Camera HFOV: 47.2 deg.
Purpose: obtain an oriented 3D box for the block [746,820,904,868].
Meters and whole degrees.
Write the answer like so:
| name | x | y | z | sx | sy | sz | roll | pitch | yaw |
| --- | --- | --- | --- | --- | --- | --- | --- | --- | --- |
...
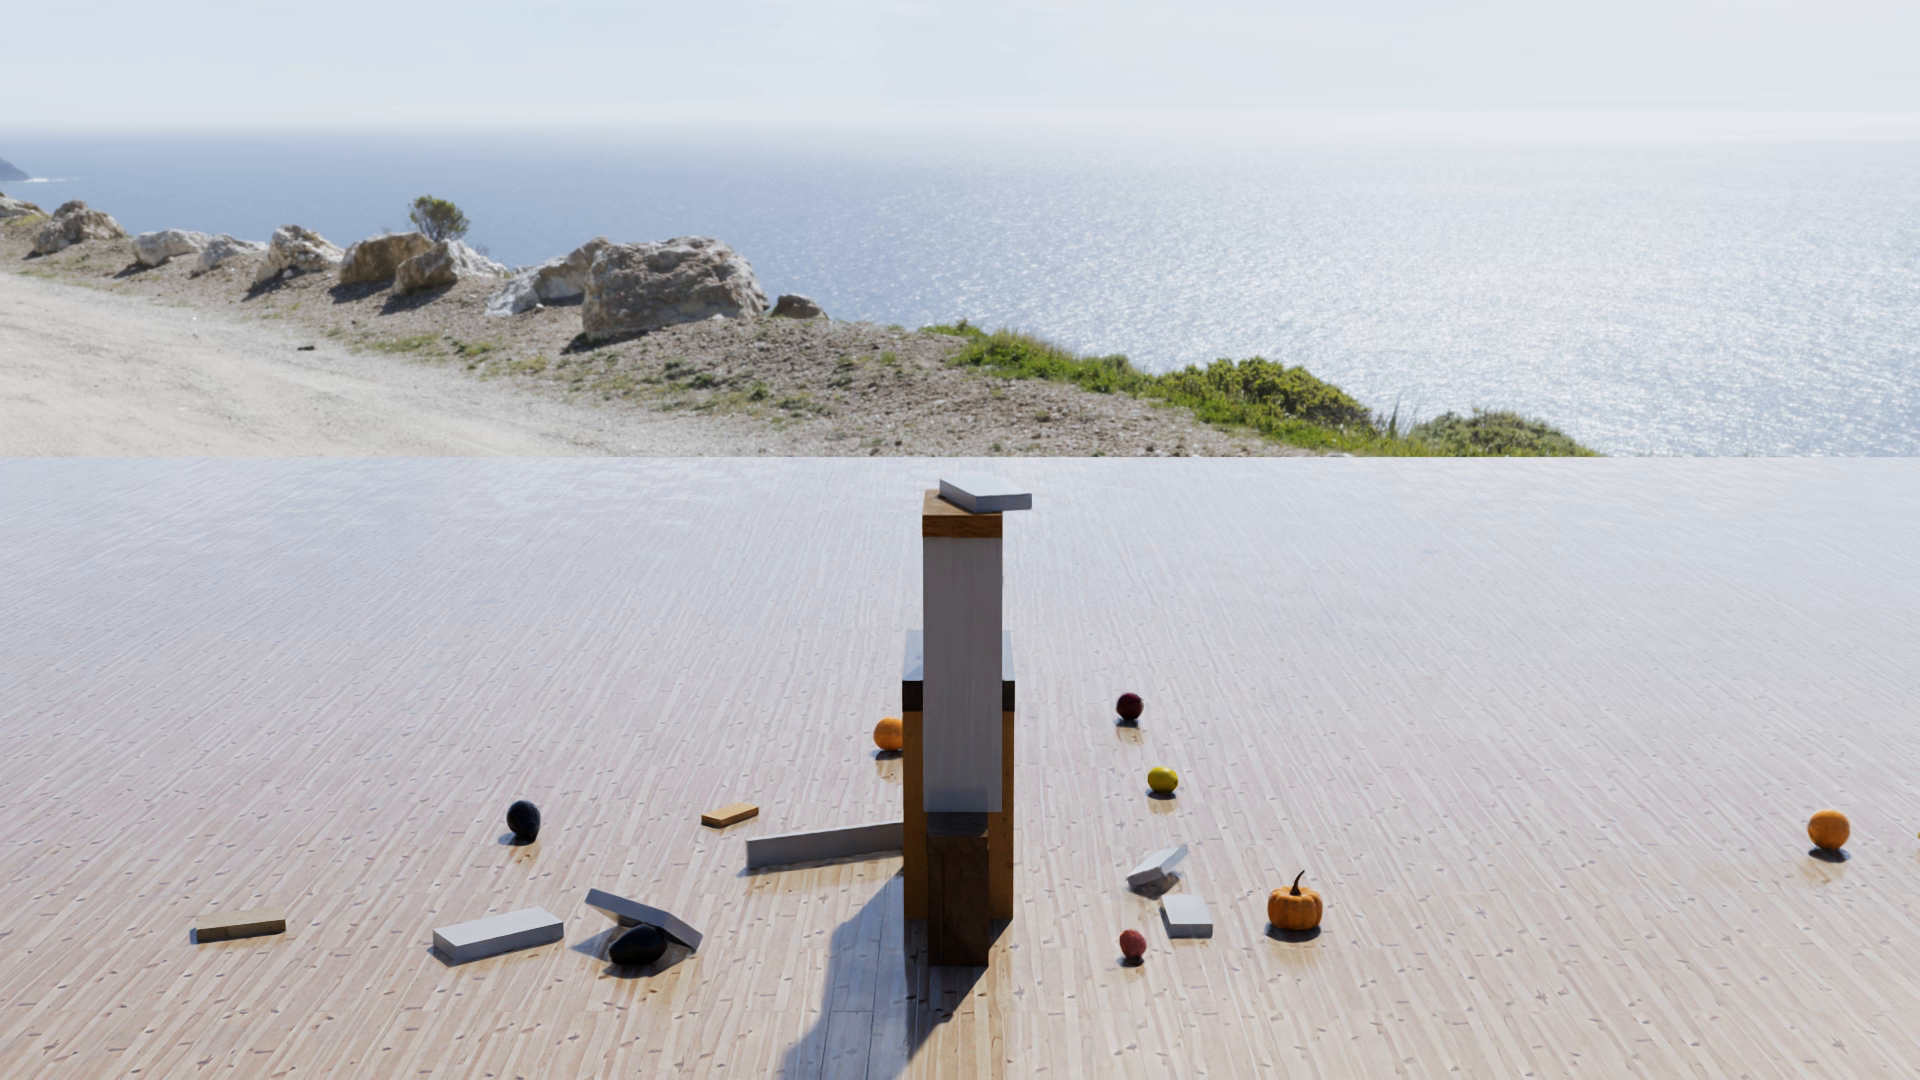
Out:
| name | x | y | z | sx | sy | sz | roll | pitch | yaw |
| --- | --- | --- | --- | --- | --- | --- | --- | --- | --- |
| block | -0.206 | 0.529 | 3.857 | 0.348 | 0.050 | 0.014 | -4 | 11 | -22 |

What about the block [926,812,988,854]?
| name | x | y | z | sx | sy | sz | roll | pitch | yaw |
| --- | --- | --- | --- | --- | --- | --- | --- | --- | --- |
| block | -0.004 | 0.441 | 3.386 | 0.093 | 0.026 | 0.185 | 0 | 11 | 1 |

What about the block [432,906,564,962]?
| name | x | y | z | sx | sy | sz | roll | pitch | yaw |
| --- | --- | --- | --- | --- | --- | --- | --- | --- | --- |
| block | -0.724 | 0.617 | 3.451 | 0.180 | 0.026 | 0.090 | -8 | 13 | -35 |

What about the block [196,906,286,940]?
| name | x | y | z | sx | sy | sz | roll | pitch | yaw |
| --- | --- | --- | --- | --- | --- | --- | --- | --- | --- |
| block | -1.147 | 0.611 | 3.506 | 0.134 | 0.019 | 0.067 | -4 | 11 | -20 |

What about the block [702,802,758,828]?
| name | x | y | z | sx | sy | sz | roll | pitch | yaw |
| --- | --- | --- | --- | --- | --- | --- | --- | --- | --- |
| block | -0.425 | 0.508 | 4.071 | 0.050 | 0.014 | 0.101 | 8 | 13 | 37 |

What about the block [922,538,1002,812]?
| name | x | y | z | sx | sy | sz | roll | pitch | yaw |
| --- | --- | --- | --- | --- | --- | --- | --- | --- | --- |
| block | 0.004 | 0.204 | 3.392 | 0.121 | 0.436 | 0.034 | 0 | 10 | 0 |

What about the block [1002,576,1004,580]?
| name | x | y | z | sx | sy | sz | roll | pitch | yaw |
| --- | --- | --- | --- | --- | --- | --- | --- | --- | --- |
| block | 0.024 | 0.118 | 3.628 | 0.068 | 0.136 | 0.019 | -10 | 36 | -42 |

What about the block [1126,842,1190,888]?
| name | x | y | z | sx | sy | sz | roll | pitch | yaw |
| --- | --- | --- | --- | --- | --- | --- | --- | --- | --- |
| block | 0.338 | 0.553 | 3.743 | 0.067 | 0.019 | 0.134 | -24 | -1 | 26 |

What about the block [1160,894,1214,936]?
| name | x | y | z | sx | sy | sz | roll | pitch | yaw |
| --- | --- | --- | --- | --- | --- | --- | --- | --- | --- |
| block | 0.365 | 0.604 | 3.543 | 0.067 | 0.019 | 0.134 | 0 | 11 | -2 |

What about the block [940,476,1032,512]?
| name | x | y | z | sx | sy | sz | roll | pitch | yaw |
| --- | --- | --- | --- | --- | --- | --- | --- | --- | --- |
| block | 0.038 | -0.072 | 3.425 | 0.090 | 0.025 | 0.180 | -3 | 11 | -18 |

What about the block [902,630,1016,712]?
| name | x | y | z | sx | sy | sz | roll | pitch | yaw |
| --- | --- | --- | --- | --- | --- | --- | --- | --- | --- |
| block | -0.002 | 0.212 | 3.623 | 0.177 | 0.050 | 0.355 | 0 | 11 | 0 |

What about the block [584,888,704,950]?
| name | x | y | z | sx | sy | sz | roll | pitch | yaw |
| --- | --- | --- | --- | --- | --- | --- | --- | --- | --- |
| block | -0.496 | 0.593 | 3.443 | 0.180 | 0.026 | 0.090 | 8 | -26 | 38 |

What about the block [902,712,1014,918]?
| name | x | y | z | sx | sy | sz | roll | pitch | yaw |
| --- | --- | --- | --- | --- | --- | --- | --- | --- | --- |
| block | -0.002 | 0.433 | 3.544 | 0.177 | 0.355 | 0.050 | 0 | 11 | 0 |

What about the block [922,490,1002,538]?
| name | x | y | z | sx | sy | sz | roll | pitch | yaw |
| --- | --- | --- | --- | --- | --- | --- | --- | --- | --- |
| block | 0.004 | -0.043 | 3.431 | 0.121 | 0.034 | 0.243 | 0 | 11 | 0 |

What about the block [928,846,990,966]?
| name | x | y | z | sx | sy | sz | roll | pitch | yaw |
| --- | --- | --- | --- | --- | --- | --- | --- | --- | --- |
| block | -0.002 | 0.556 | 3.345 | 0.093 | 0.185 | 0.026 | 0 | 11 | 0 |
